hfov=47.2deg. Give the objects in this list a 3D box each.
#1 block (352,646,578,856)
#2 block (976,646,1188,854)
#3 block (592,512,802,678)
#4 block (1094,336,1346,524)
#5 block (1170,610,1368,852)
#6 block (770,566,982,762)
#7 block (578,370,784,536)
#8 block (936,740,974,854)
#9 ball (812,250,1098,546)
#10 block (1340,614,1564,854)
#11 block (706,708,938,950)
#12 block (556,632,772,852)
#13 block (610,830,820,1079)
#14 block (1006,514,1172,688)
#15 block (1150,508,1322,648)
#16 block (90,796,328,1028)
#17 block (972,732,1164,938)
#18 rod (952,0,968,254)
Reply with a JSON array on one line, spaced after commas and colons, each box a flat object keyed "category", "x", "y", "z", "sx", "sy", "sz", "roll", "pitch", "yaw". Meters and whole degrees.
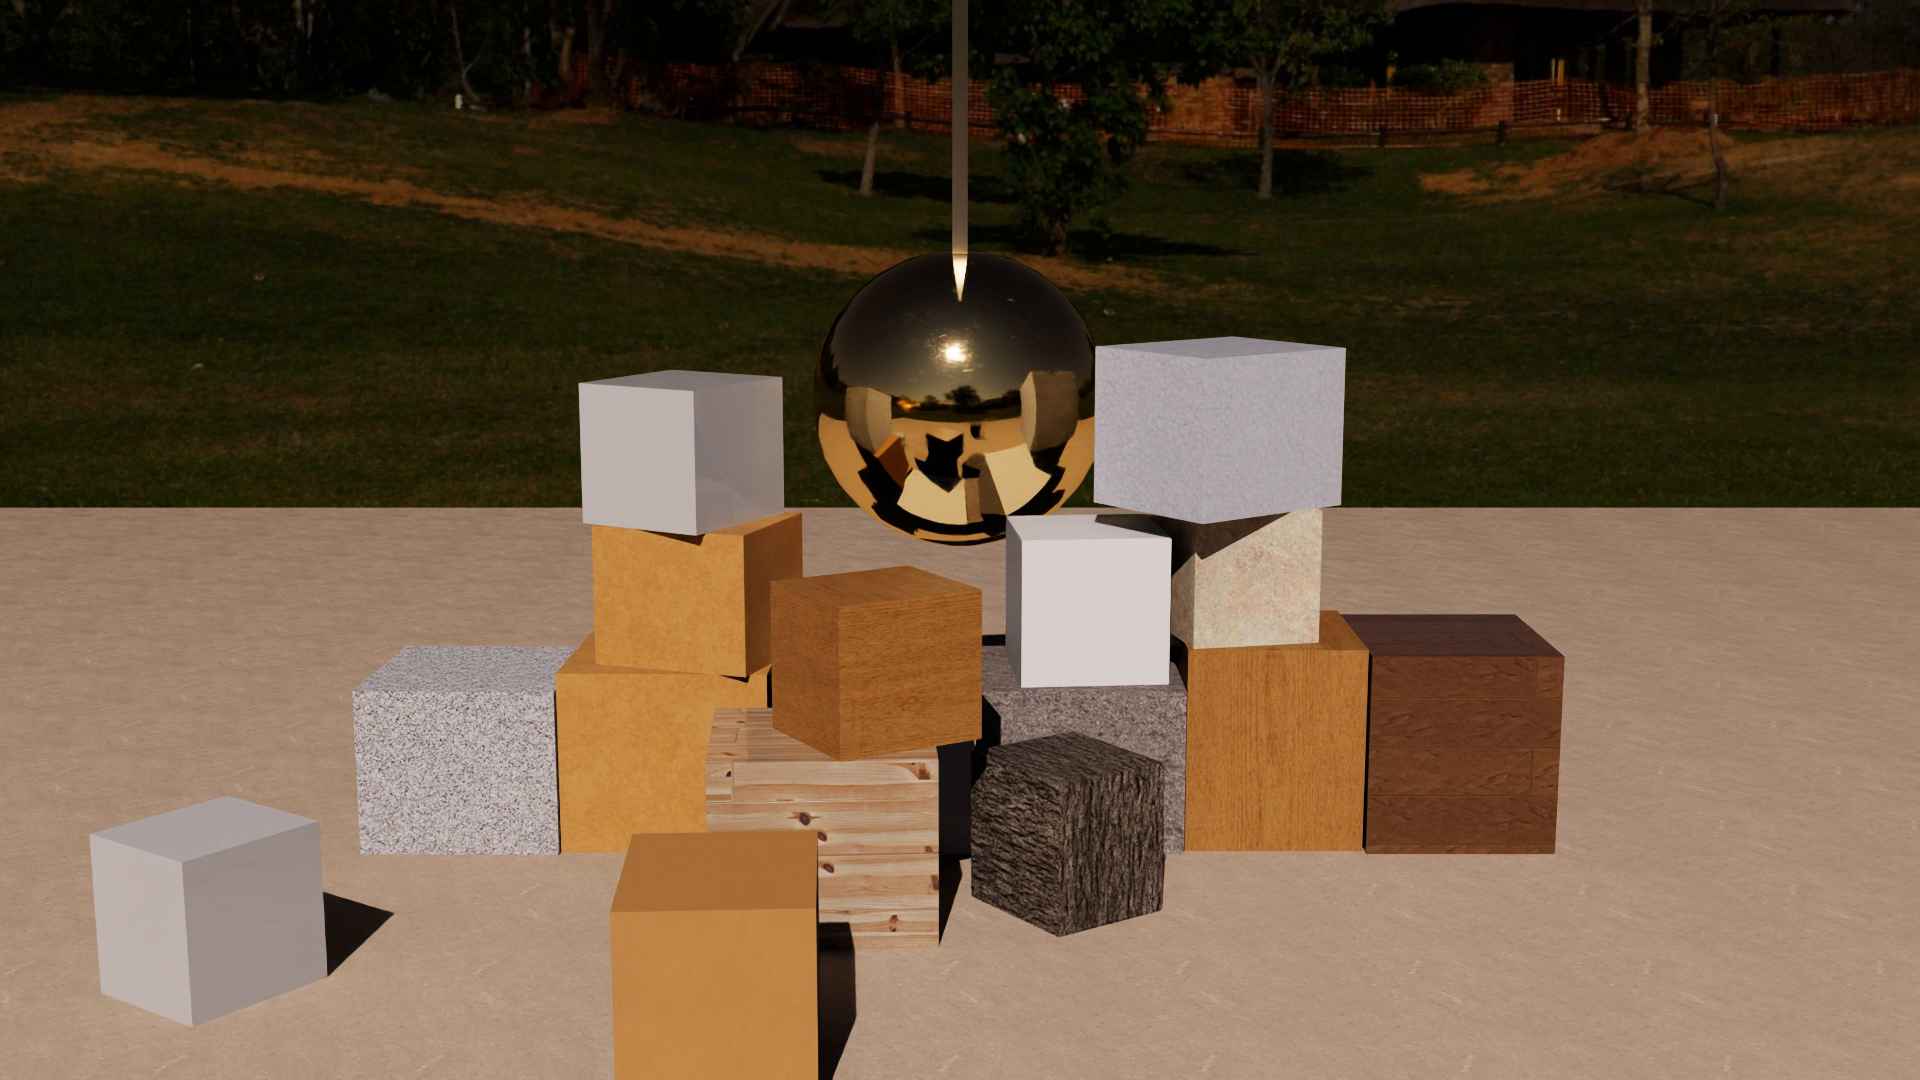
[{"category": "block", "x": -2.482, "y": 1.067, "z": 11.365, "sx": 0.993, "sy": 0.834, "sz": 0.993, "roll": 0, "pitch": 10, "yaw": 1}, {"category": "block", "x": 0.601, "y": 1.066, "z": 11.377, "sx": 1.029, "sy": 0.831, "sz": 1.005, "roll": 0, "pitch": 10, "yaw": 0}, {"category": "block", "x": -1.317, "y": 0.241, "z": 11.143, "sx": 0.826, "sy": 0.702, "sz": 0.708, "roll": 4, "pitch": 11, "yaw": 19}, {"category": "block", "x": 1.294, "y": -0.571, "z": 11.007, "sx": 0.940, "sy": 0.789, "sz": 0.806, "roll": -8, "pitch": 13, "yaw": -36}, {"category": "block", "x": 1.568, "y": 0.966, "z": 11.372, "sx": 0.888, "sy": 1.030, "sz": 0.936, "roll": 0, "pitch": 10, "yaw": 0}, {"category": "block", "x": -0.380, "y": 0.539, "z": 9.906, "sx": 0.719, "sy": 0.683, "sz": 0.657, "roll": -6, "pitch": 12, "yaw": -31}, {"category": "block", "x": -1.390, "y": -0.455, "z": 11.047, "sx": 0.703, "sy": 0.701, "sz": 0.742, "roll": 6, "pitch": 12, "yaw": 30}, {"category": "block", "x": -0.419, "y": 1.042, "z": 11.376, "sx": 0.982, "sy": 0.879, "sz": 1.022, "roll": 0, "pitch": 10, "yaw": 0}, {"category": "ball", "x": 0.000, "y": -0.765, "z": 11.891, "sx": 1.600, "sy": 1.600, "sz": 1.600, "roll": 0, "pitch": 10, "yaw": 0}, {"category": "block", "x": 2.493, "y": 0.981, "z": 11.349, "sx": 0.942, "sy": 1.010, "sz": 0.982, "roll": 0, "pitch": 10, "yaw": 0}, {"category": "block", "x": -0.625, "y": 1.296, "z": 10.044, "sx": 1.006, "sy": 0.856, "sz": 0.939, "roll": -1, "pitch": 10, "yaw": -4}, {"category": "block", "x": -1.455, "y": 1.025, "z": 11.360, "sx": 1.043, "sy": 0.919, "sz": 0.964, "roll": 0, "pitch": 10, "yaw": 2}, {"category": "block", "x": -0.909, "y": 1.632, "z": 8.393, "sx": 0.735, "sy": 0.786, "sz": 0.908, "roll": -1, "pitch": 10, "yaw": -3}, {"category": "block", "x": 0.641, "y": 0.297, "z": 11.219, "sx": 0.741, "sy": 0.740, "sz": 0.721, "roll": -1, "pitch": 10, "yaw": -5}, {"category": "block", "x": 1.391, "y": 0.131, "z": 11.218, "sx": 0.655, "sy": 0.668, "sz": 0.749, "roll": -2, "pitch": 11, "yaw": -12}, {"category": "block", "x": -3.135, "y": 1.534, "z": 9.197, "sx": 0.623, "sy": 0.691, "sz": 0.666, "roll": 7, "pitch": 13, "yaw": 35}, {"category": "block", "x": 0.493, "y": 1.346, "z": 10.190, "sx": 0.606, "sy": 0.706, "sz": 0.670, "roll": -7, "pitch": 13, "yaw": -35}, {"category": "rod", "x": 0.000, "y": -3.993, "z": 10.823, "sx": 0.080, "sy": 5.200, "sz": 0.080, "roll": 0, "pitch": 18, "yaw": 0}]
